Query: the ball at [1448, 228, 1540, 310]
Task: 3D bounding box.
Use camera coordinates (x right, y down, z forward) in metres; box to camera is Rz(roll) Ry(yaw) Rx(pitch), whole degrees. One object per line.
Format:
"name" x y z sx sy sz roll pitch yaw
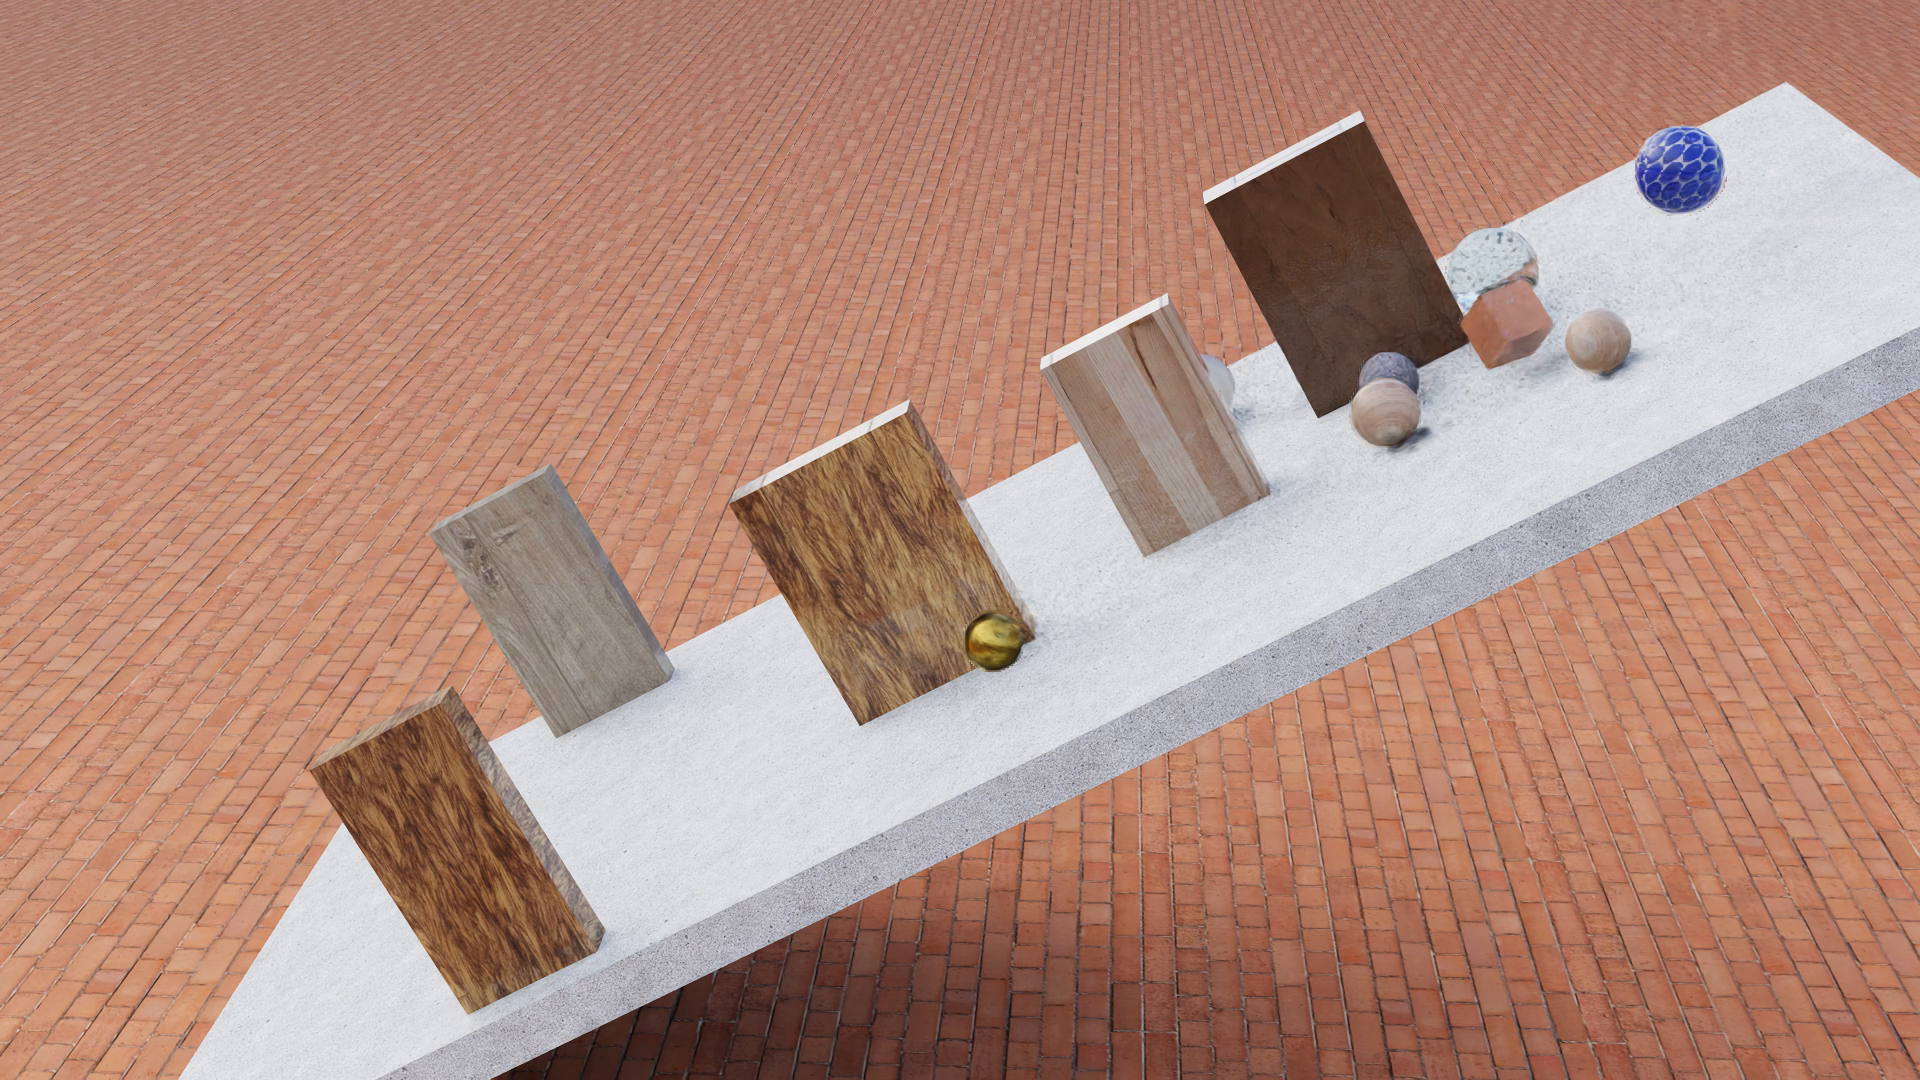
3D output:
"ball" 1.134 -0.567 6.247 0.193 0.193 0.193 0 18 0

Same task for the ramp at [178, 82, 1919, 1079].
"ramp" 0.141 0.167 6.282 4.000 0.100 2.000 -27 14 11

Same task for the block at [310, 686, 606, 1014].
"block" -0.950 0.592 5.586 0.292 0.569 0.096 -27 14 11

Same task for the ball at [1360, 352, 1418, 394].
"ball" 0.886 -0.327 6.072 0.122 0.122 0.122 0 18 0

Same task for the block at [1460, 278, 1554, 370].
"block" 1.083 -0.427 5.825 0.113 0.113 0.113 -20 -21 -21

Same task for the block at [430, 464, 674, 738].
"block" -0.987 0.151 7.140 0.325 0.595 0.086 -27 14 11

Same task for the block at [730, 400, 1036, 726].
"block" -0.153 0.049 5.961 0.408 0.537 0.101 -27 14 11

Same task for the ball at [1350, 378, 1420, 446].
"ball" 0.848 -0.254 5.861 0.138 0.138 0.138 0 18 0

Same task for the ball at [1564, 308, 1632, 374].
"ball" 1.214 -0.378 5.596 0.123 0.123 0.123 0 18 0

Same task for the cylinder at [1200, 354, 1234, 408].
"cylinder" 0.531 -0.319 6.654 0.162 0.162 0.162 4 24 12

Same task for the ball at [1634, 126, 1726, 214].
"ball" 1.427 -0.734 5.829 0.175 0.175 0.175 0 18 0

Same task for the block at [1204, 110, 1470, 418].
"block" 0.809 -0.586 6.282 0.373 0.530 0.127 -27 14 11

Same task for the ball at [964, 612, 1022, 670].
"ball" 0.066 0.202 5.863 0.116 0.116 0.116 0 18 0

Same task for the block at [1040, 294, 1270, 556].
"block" 0.401 -0.233 6.026 0.292 0.451 0.098 -27 14 11
